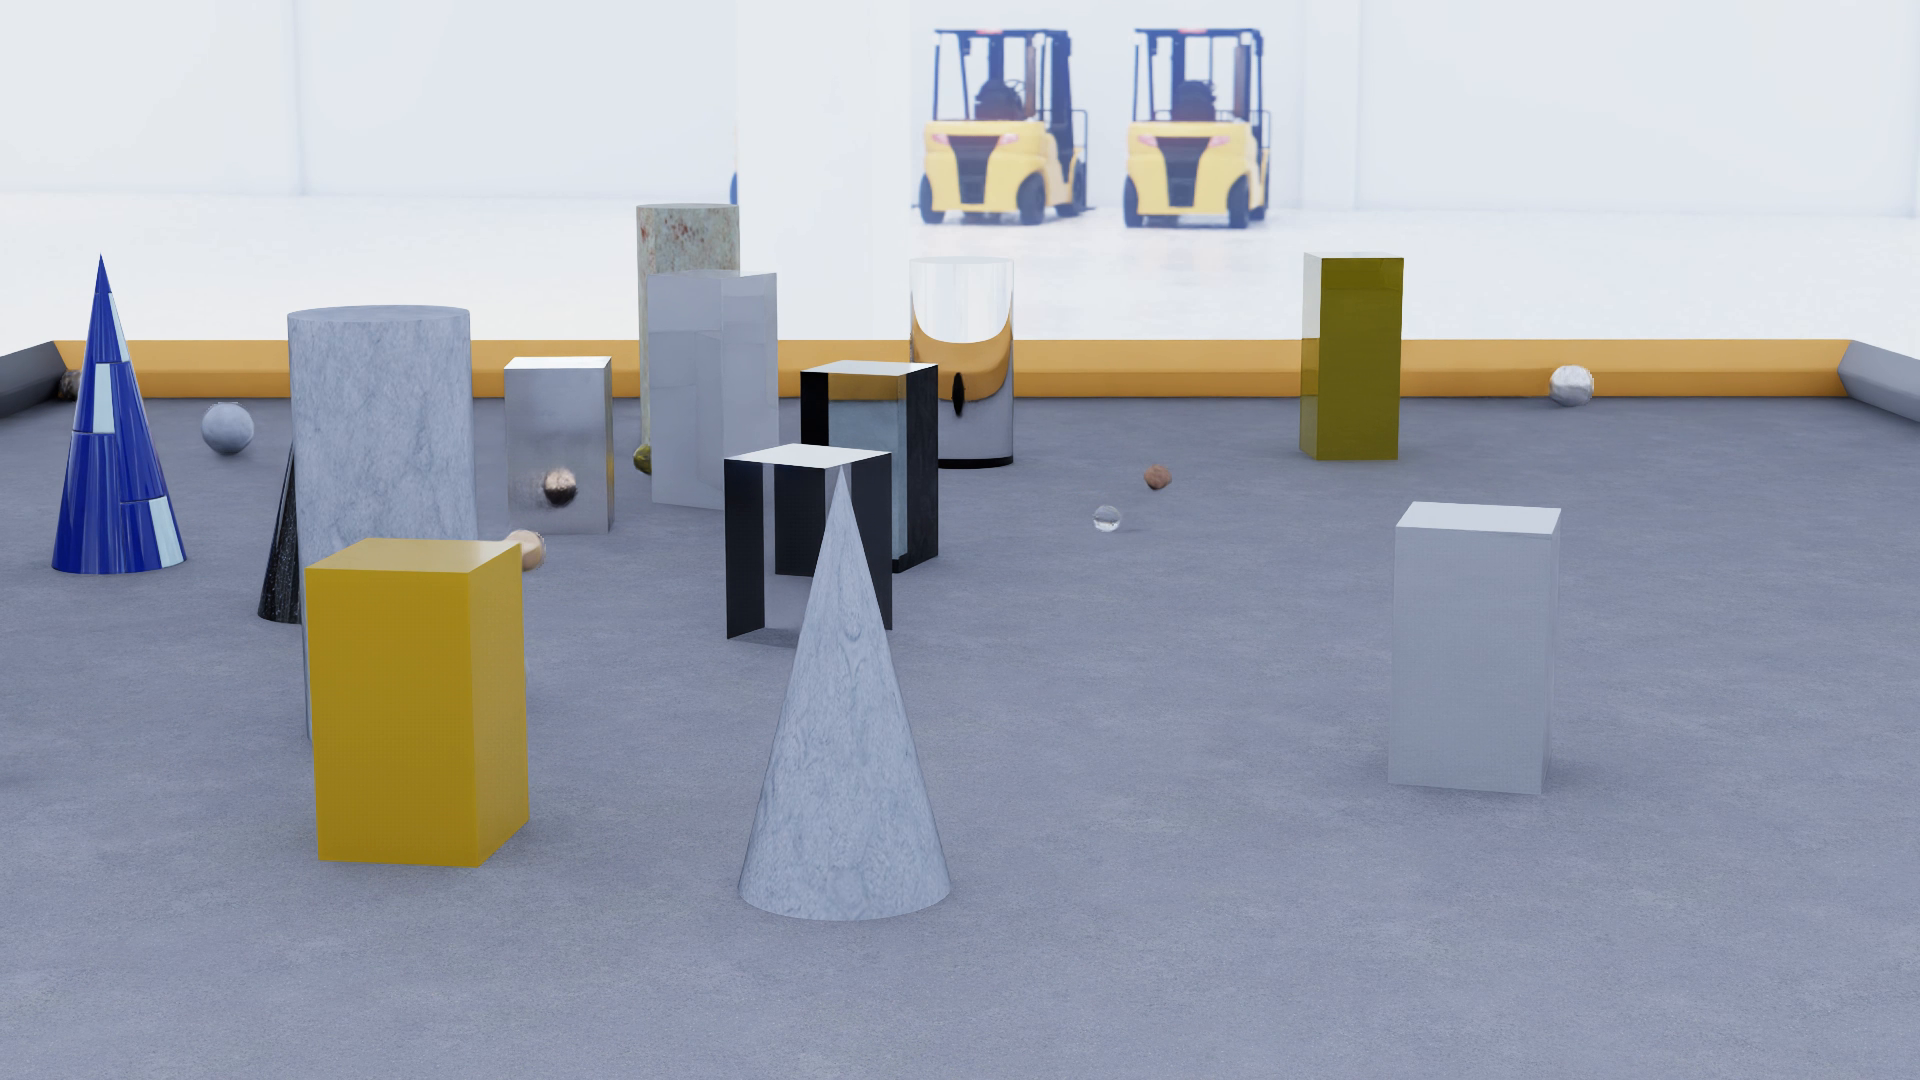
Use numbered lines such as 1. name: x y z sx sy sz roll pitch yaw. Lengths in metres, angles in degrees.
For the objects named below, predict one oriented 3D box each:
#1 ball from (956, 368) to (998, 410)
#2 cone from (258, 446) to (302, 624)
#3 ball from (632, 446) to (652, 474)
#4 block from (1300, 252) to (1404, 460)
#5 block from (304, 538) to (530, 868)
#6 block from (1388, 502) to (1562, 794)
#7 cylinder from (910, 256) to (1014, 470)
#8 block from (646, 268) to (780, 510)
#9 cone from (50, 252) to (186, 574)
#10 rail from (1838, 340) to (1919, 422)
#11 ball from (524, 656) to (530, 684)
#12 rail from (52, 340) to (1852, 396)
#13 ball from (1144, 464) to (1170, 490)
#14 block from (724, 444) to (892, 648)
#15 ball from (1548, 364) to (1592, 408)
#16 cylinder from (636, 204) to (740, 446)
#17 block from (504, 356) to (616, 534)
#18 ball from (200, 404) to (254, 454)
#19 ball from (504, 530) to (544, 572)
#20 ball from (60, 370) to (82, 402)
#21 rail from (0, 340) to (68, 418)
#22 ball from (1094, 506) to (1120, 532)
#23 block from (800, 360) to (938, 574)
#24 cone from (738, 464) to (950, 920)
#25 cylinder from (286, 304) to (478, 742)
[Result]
1. ball: 0.035 -0.320 5.448 0.088 0.088 0.088 0 11 0
2. cone: -0.850 -0.101 3.428 0.192 0.396 0.192 0 11 0
3. ball: -0.563 -0.145 4.611 0.050 0.050 0.050 0 11 0
4. block: 0.732 -0.347 4.808 0.153 0.375 0.153 -1 11 -5
5. block: -0.507 0.149 2.413 0.153 0.276 0.153 2 11 8
6. block: 0.533 0.108 2.655 0.153 0.268 0.153 3 11 16
7. cylinder: 0.003 -0.328 4.718 0.192 0.371 0.192 0 11 0
8. block: -0.412 -0.256 4.299 0.153 0.381 0.153 7 12 31
9. cone: -1.243 -0.193 3.754 0.192 0.458 0.192 0 11 0
10. rail: 1.959 0.030 3.460 0.045 0.125 4.501 0 11 0
11. ball: -0.531 0.153 2.971 0.064 0.064 0.064 0 11 0
12. rail: -0.013 -0.375 5.638 3.965 0.125 0.045 0 11 0
13. ball: 0.340 -0.109 4.435 0.043 0.043 0.043 0 11 0
14. block: -0.193 0.007 3.289 0.153 0.234 0.153 6 12 30
15. ball: 1.307 -0.330 5.495 0.091 0.091 0.091 0 11 0
16. cylinder: -0.506 -0.393 4.812 0.192 0.464 0.192 0 11 0
17. block: -0.632 -0.151 4.064 0.153 0.262 0.153 -1 11 -3
18. ball: -1.379 -0.209 4.828 0.096 0.096 0.096 0 11 0
19. ball: -0.635 0.015 3.722 0.060 0.060 0.060 0 11 0
20. ball: -1.925 -0.336 5.586 0.068 0.068 0.068 0 11 0
21. rail: -1.959 0.034 3.438 0.045 0.125 4.501 0 11 0
22. ball: 0.231 -0.034 4.035 0.042 0.042 0.042 0 11 0
23. block: -0.132 -0.111 3.777 0.153 0.287 0.153 4 11 21
24. cone: -0.103 0.122 2.267 0.192 0.383 0.192 0 11 0
25. cylinder: -0.624 -0.017 2.795 0.192 0.462 0.192 0 11 0
